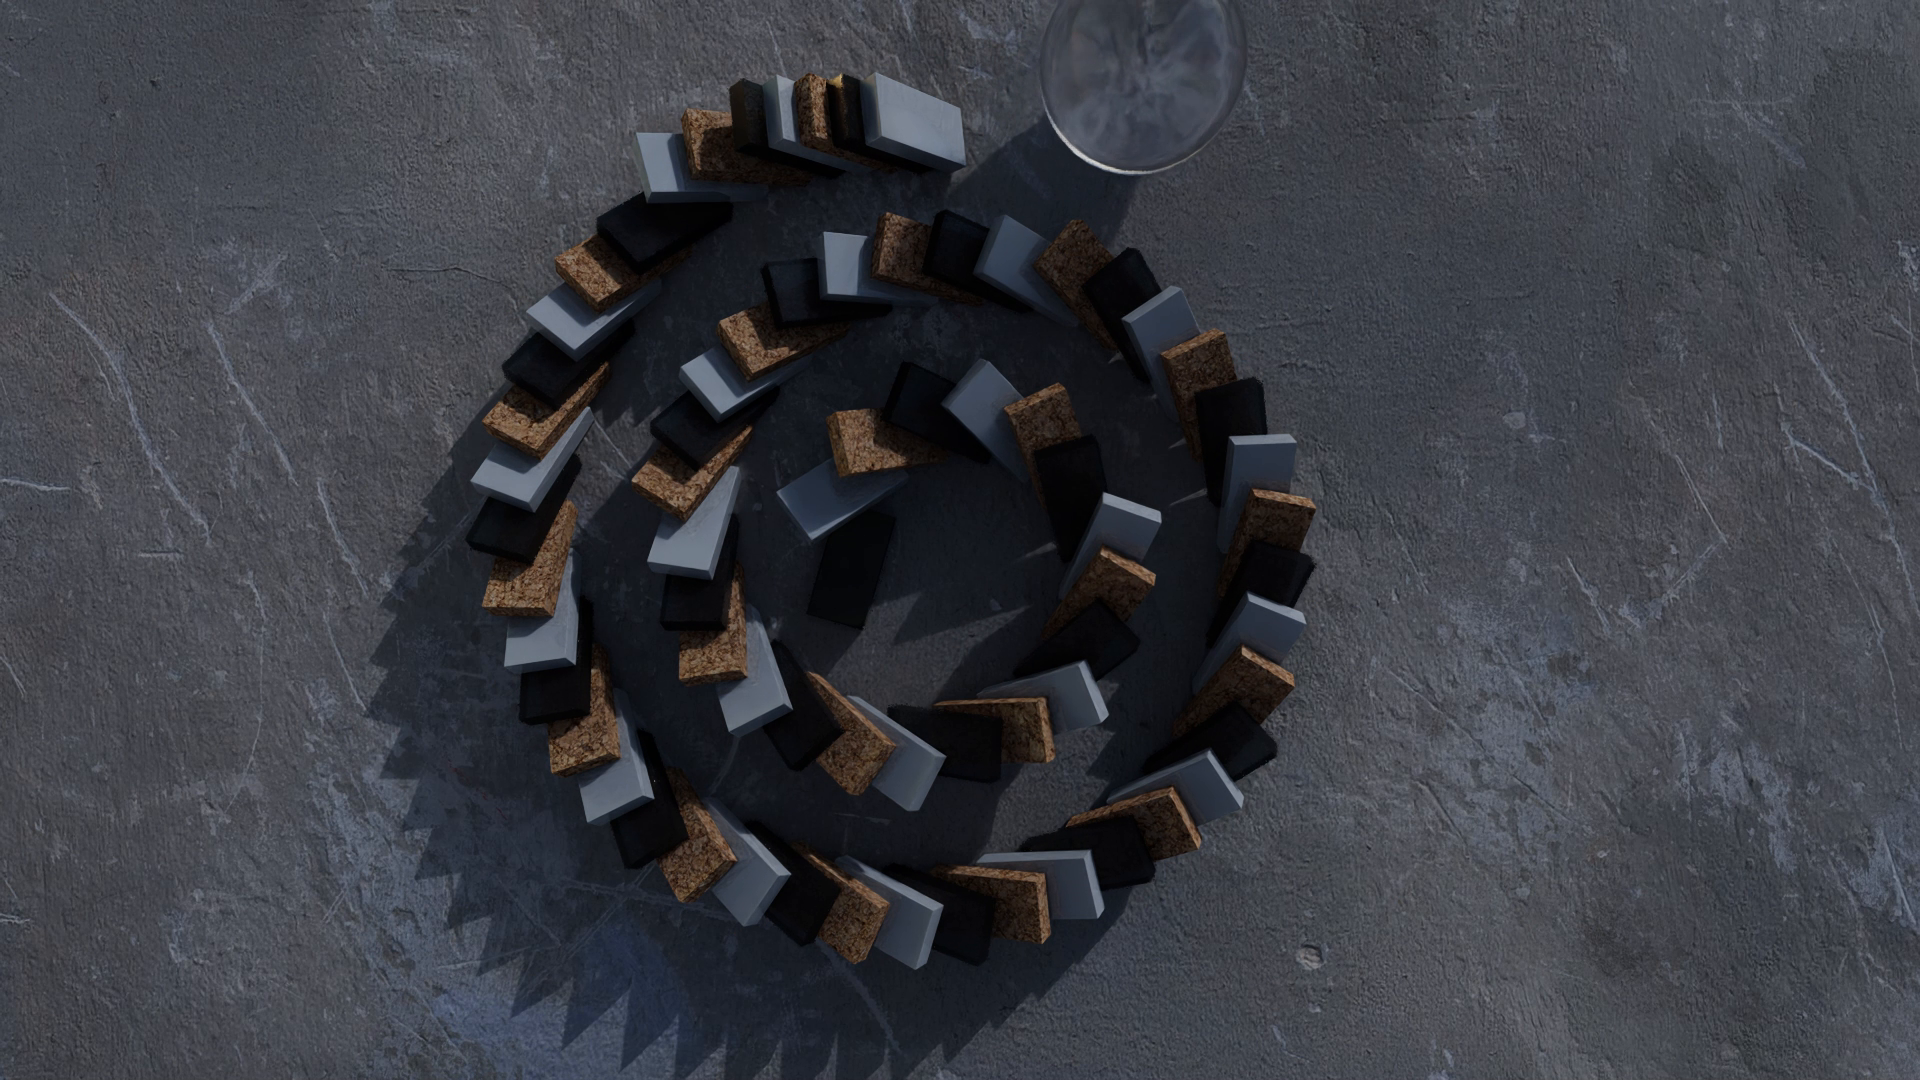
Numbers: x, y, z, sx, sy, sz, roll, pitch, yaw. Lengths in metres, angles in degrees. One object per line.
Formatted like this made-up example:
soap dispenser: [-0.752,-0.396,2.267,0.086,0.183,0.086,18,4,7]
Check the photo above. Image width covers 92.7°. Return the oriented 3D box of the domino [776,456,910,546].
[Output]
domino: [-0.049,-0.022,0.386,0.050,0.009,0.025,-35,83,-18]

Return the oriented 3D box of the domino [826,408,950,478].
domino: [-0.029,-0.042,0.381,0.050,0.010,0.025,-12,88,-37]

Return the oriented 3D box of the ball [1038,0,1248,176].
ball: [0.071,-0.186,0.360,0.080,0.080,0.080,0,90,0]

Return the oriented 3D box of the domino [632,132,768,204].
domino: [-0.108,-0.155,0.383,0.050,0.009,0.025,-14,88,-31]

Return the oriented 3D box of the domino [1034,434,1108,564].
domino: [0.049,-0.017,0.384,0.025,0.009,0.050,-17,118,0]

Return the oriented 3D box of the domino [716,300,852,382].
domino: [-0.073,-0.088,0.384,0.050,0.010,0.025,-33,90,-28]

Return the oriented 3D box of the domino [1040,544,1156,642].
domino: [0.057,0.028,0.383,0.025,0.010,0.050,31,121,-1]

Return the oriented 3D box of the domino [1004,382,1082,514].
domino: [0.039,-0.037,0.384,0.025,0.009,0.050,-25,119,-2]

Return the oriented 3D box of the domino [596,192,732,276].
domino: [-0.123,-0.135,0.385,0.025,0.010,0.050,46,64,0]

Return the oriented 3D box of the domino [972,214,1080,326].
domino: [0.032,-0.112,0.384,0.050,0.009,0.025,21,90,-28]

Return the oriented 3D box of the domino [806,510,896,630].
domino: [-0.047,0.011,0.395,0.025,0.009,0.050,16,90,0]

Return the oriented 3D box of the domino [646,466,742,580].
domino: [-0.110,-0.009,0.384,0.025,0.010,0.050,8,62,0]

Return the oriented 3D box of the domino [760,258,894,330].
domino: [-0.055,-0.105,0.384,0.050,0.009,0.025,-15,90,-29]

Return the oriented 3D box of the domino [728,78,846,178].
domino: [-0.070,-0.169,0.378,0.009,0.050,0.025,-6,90,43]

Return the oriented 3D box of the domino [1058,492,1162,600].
domino: [0.062,0.007,0.382,0.025,0.010,0.050,19,122,-2]

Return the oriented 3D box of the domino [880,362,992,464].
domino: [-0.006,-0.052,0.383,0.050,0.010,0.025,21,90,-31]

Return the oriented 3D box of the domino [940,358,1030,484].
domino: [0.018,-0.049,0.384,0.025,0.009,0.050,-49,120,0]

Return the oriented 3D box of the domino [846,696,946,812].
domino: [-0.033,0.089,0.384,0.050,0.010,0.025,28,90,29]

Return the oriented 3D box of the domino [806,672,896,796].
domino: [-0.053,0.080,0.384,0.050,0.010,0.025,36,90,29]

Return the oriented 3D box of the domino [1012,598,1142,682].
domino: [0.048,0.049,0.383,0.025,0.010,0.050,46,120,0]

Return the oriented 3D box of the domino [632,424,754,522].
domino: [-0.111,-0.034,0.384,0.025,0.010,0.050,31,62,0]

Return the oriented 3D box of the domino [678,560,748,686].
domino: [-0.103,0.034,0.384,0.025,0.009,0.050,-9,61,0]

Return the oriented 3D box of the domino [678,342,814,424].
domino: [-0.089,-0.073,0.384,0.050,0.010,0.025,-40,90,-28]

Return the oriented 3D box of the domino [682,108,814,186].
domino: [-0.088,-0.163,0.383,0.050,0.010,0.025,-9,89,-30]

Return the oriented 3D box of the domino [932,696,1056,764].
domino: [0.014,0.080,0.384,0.050,0.009,0.025,-8,90,29]

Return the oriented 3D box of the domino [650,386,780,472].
domino: [-0.102,-0.054,0.384,0.025,0.010,0.050,40,62,0]

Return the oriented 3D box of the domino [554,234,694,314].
domino: [-0.140,-0.119,0.385,0.025,0.009,0.050,45,63,0]

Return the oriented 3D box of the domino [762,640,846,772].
domino: [-0.073,0.069,0.384,0.025,0.010,0.050,-42,62,0]

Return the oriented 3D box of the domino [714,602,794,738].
domino: [-0.090,0.054,0.384,0.025,0.010,0.050,-27,60,0]

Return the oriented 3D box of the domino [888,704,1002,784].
domino: [-0.007,0.085,0.384,0.050,0.010,0.025,1,90,29]

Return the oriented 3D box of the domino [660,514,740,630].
domino: [-0.109,0.013,0.384,0.025,0.010,0.050,-1,62,0]

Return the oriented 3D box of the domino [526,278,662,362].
domino: [-0.153,-0.100,0.385,0.025,0.009,0.050,38,63,0]

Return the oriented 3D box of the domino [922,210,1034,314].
domino: [0.011,-0.116,0.384,0.050,0.009,0.025,14,90,-28]

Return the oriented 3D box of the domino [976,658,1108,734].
domino: [0.034,0.069,0.383,0.050,0.010,0.025,-21,91,30]

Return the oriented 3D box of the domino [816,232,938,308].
domino: [-0.034,-0.113,0.384,0.050,0.010,0.025,-4,90,-28]

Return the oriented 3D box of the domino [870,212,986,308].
domino: [-0.011,-0.117,0.384,0.050,0.009,0.025,8,90,-28]
